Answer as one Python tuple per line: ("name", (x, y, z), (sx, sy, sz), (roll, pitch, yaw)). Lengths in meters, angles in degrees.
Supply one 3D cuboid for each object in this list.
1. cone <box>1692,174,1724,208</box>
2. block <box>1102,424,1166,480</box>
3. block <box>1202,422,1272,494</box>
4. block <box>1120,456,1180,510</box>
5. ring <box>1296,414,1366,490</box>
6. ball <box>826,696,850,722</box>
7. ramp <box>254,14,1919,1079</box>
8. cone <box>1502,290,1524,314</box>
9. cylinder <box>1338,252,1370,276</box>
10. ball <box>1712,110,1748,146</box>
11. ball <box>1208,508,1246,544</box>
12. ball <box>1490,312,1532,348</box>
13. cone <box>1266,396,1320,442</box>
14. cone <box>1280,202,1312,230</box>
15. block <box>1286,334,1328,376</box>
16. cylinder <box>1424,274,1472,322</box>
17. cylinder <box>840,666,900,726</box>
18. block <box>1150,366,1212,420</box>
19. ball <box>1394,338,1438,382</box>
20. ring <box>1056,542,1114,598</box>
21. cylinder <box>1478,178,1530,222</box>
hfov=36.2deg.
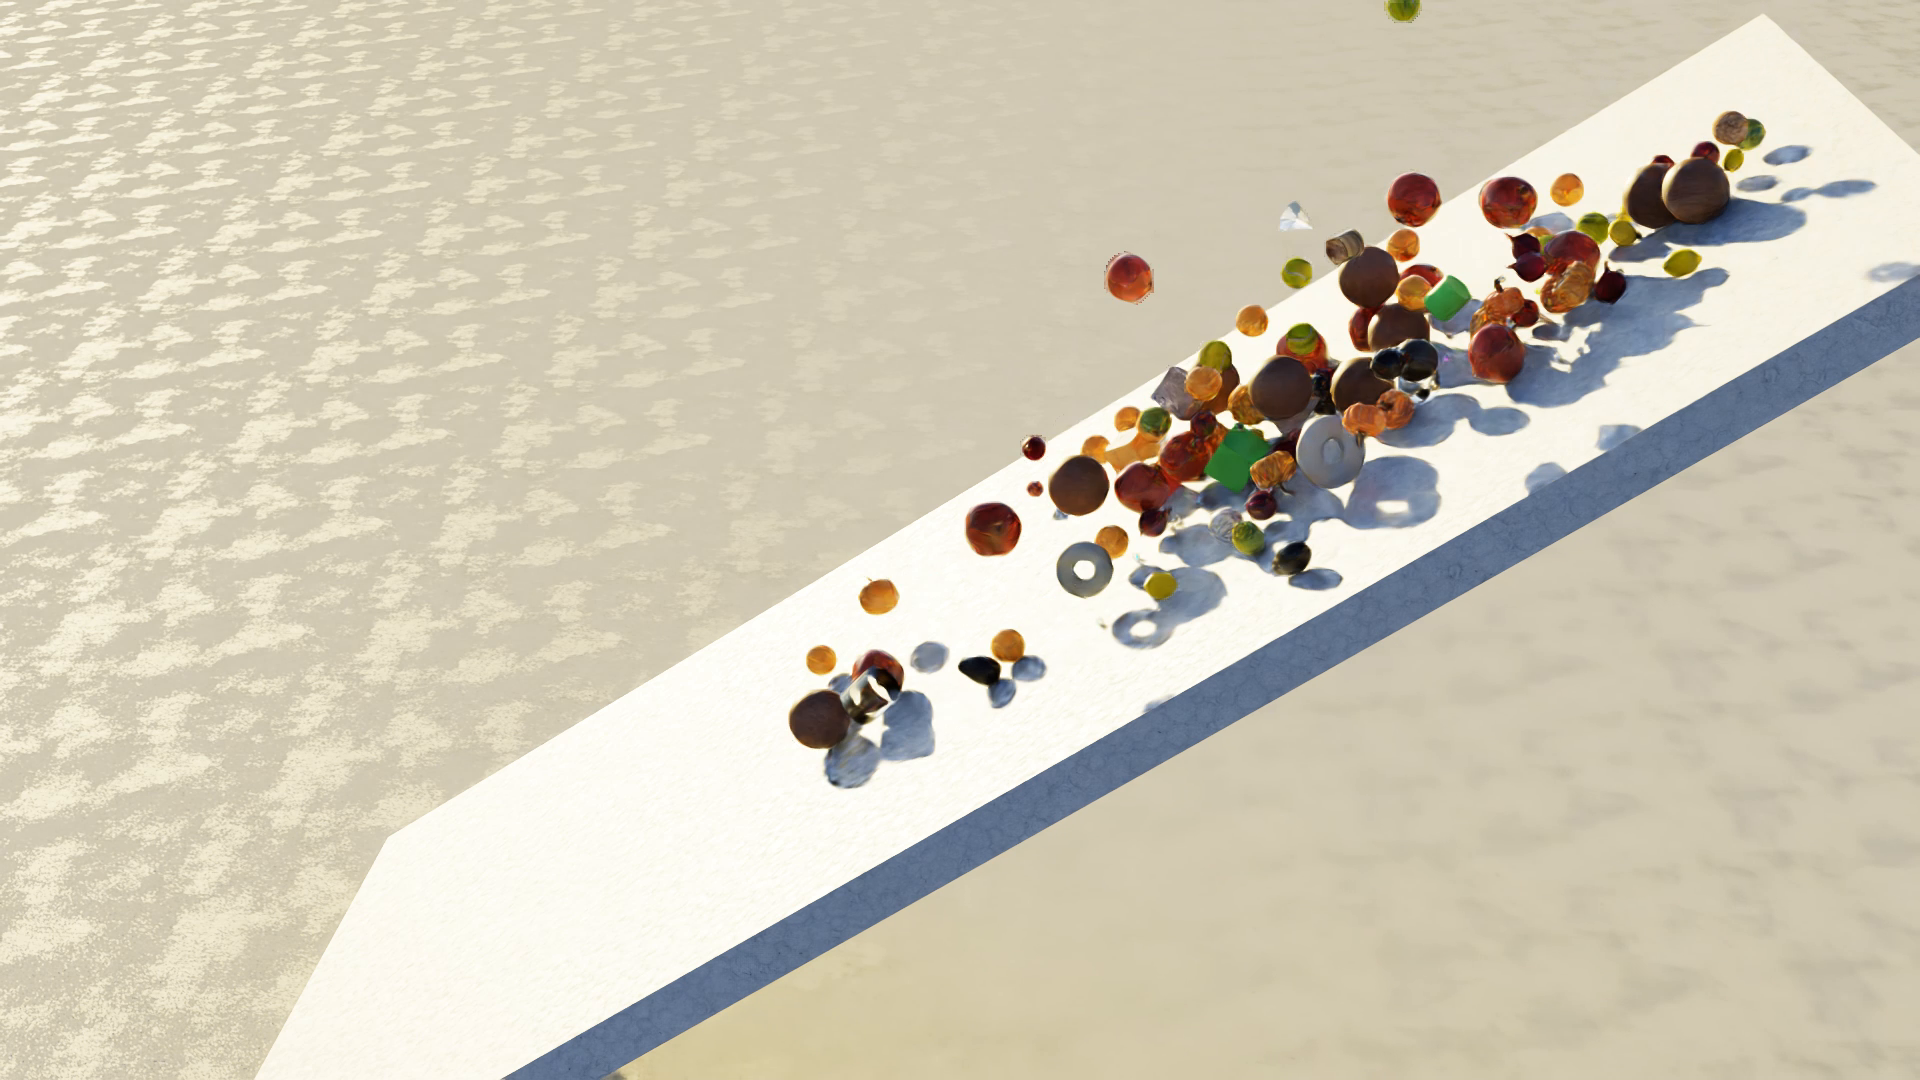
("cone", (1.491, -0.688, 5.814), (0.067, 0.067, 0.067), (15, 9, 35))
("block", (0.387, -0.194, 6.542), (0.082, 0.082, 0.082), (-20, 21, 44))
("block", (0.566, -0.167, 6.010), (0.087, 0.087, 0.087), (34, 42, 3))
("block", (0.408, -0.122, 6.289), (0.075, 0.075, 0.075), (-15, 24, 51))
("ring", (0.710, -0.169, 5.625), (0.144, 0.144, 0.048), (-8, 7, -20))
("ball", (-0.258, 0.360, 6.253), (0.054, 0.054, 0.054), (0, 20, 0))
("ramp", (0.139, 0.171, 6.295), (4.000, 0.100, 2.000), (-31, 15, 14))
("cone", (1.104, -0.488, 5.925), (0.050, 0.050, 0.050), (-22, 37, 18))
("cylinder", (0.914, -0.639, 6.814), (0.053, 0.053, 0.053), (-10, 23, -31))
("ball", (1.502, -0.803, 5.734), (0.069, 0.069, 0.069), (0, 20, 0))
("ball", (0.523, -0.028, 5.761), (0.072, 0.072, 0.072), (0, 20, 0))
("ball", (1.098, -0.412, 5.843), (0.085, 0.085, 0.085), (0, 20, 0))
("cone", (0.697, -0.269, 6.019), (0.100, 0.100, 0.100), (-32, 9, 23))
("cone", (0.721, -0.671, 6.206), (0.065, 0.065, 0.065), (24, 9, -27))
("block", (0.759, -0.407, 6.450), (0.062, 0.062, 0.062), (-33, 15, 6))
("cylinder", (0.956, -0.475, 5.771), (0.066, 0.066, 0.066), (30, 32, -21))
("cylinder", (-0.183, 0.320, 6.054), (0.088, 0.088, 0.088), (32, 33, -23))
("block", (0.462, -0.306, 6.153), (0.080, 0.080, 0.080), (38, 14, 16))
("ball", (0.886, -0.349, 5.719), (0.087, 0.087, 0.087), (0, 20, 0))
("ring", (0.248, 0.059, 5.862), (0.116, 0.116, 0.039), (2, 11, 5))
("cylinder", (1.195, -0.747, 6.466), (0.080, 0.080, 0.080), (12, 9, -40))
